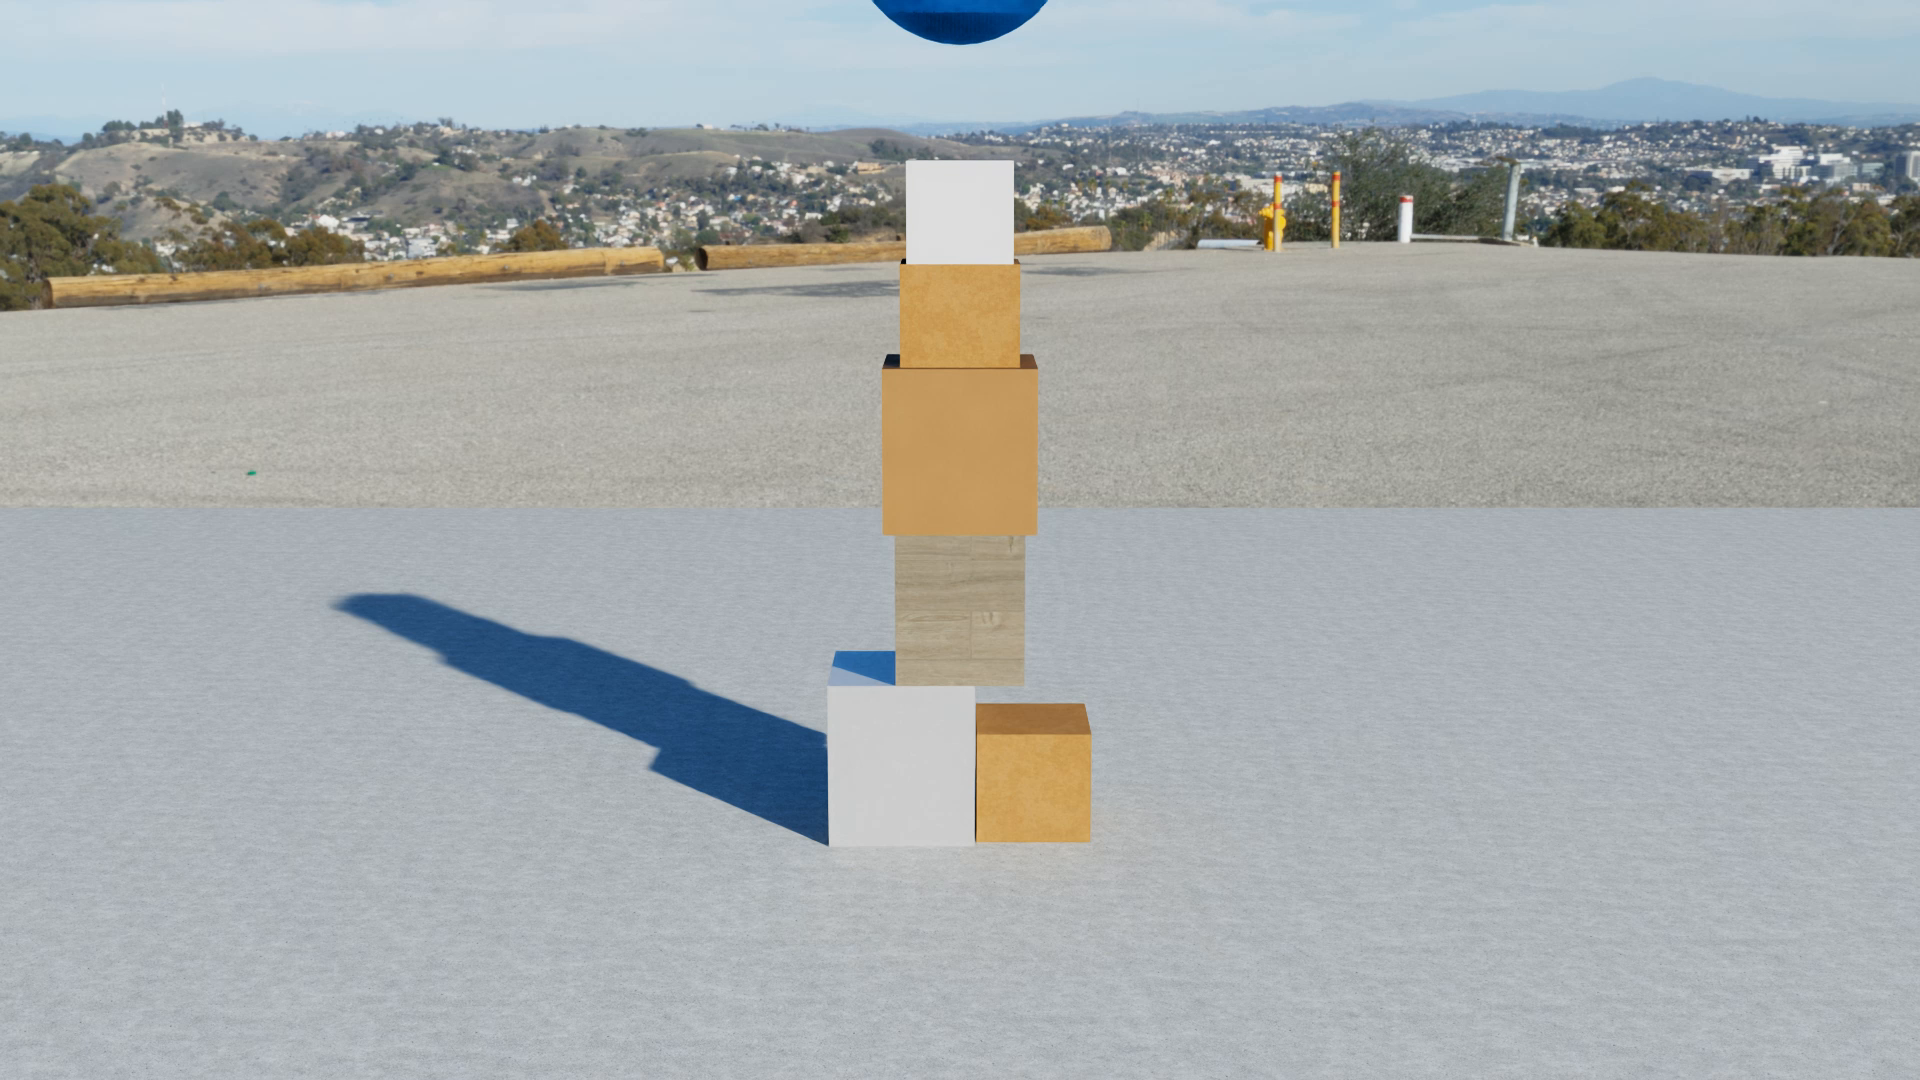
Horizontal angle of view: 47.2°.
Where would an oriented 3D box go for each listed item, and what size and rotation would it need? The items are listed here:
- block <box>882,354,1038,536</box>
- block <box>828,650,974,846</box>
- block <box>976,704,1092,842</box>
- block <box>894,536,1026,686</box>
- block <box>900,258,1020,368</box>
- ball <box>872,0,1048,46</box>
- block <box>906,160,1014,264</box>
[{"bbox_3d":[0.000,-0.494,11.100,0.758,0.816,0.769,0,10,0],"label":"block"},{"bbox_3d":[-0.293,1.066,11.378,0.734,0.831,0.767,0,10,0],"label":"block"},{"bbox_3d":[0.372,1.198,11.397,0.577,0.564,0.625,0,10,0],"label":"block"},{"bbox_3d":[0.000,0.286,11.223,0.641,0.761,0.734,0,10,0],"label":"block"},{"bbox_3d":[0.000,-1.136,10.956,0.585,0.500,0.534,0,10,0],"label":"block"},{"bbox_3d":[0.000,-4.338,15.631,1.600,1.600,1.600,0,10,0],"label":"ball"},{"bbox_3d":[0.000,-1.627,10.873,0.519,0.495,0.519,0,10,0],"label":"block"}]
